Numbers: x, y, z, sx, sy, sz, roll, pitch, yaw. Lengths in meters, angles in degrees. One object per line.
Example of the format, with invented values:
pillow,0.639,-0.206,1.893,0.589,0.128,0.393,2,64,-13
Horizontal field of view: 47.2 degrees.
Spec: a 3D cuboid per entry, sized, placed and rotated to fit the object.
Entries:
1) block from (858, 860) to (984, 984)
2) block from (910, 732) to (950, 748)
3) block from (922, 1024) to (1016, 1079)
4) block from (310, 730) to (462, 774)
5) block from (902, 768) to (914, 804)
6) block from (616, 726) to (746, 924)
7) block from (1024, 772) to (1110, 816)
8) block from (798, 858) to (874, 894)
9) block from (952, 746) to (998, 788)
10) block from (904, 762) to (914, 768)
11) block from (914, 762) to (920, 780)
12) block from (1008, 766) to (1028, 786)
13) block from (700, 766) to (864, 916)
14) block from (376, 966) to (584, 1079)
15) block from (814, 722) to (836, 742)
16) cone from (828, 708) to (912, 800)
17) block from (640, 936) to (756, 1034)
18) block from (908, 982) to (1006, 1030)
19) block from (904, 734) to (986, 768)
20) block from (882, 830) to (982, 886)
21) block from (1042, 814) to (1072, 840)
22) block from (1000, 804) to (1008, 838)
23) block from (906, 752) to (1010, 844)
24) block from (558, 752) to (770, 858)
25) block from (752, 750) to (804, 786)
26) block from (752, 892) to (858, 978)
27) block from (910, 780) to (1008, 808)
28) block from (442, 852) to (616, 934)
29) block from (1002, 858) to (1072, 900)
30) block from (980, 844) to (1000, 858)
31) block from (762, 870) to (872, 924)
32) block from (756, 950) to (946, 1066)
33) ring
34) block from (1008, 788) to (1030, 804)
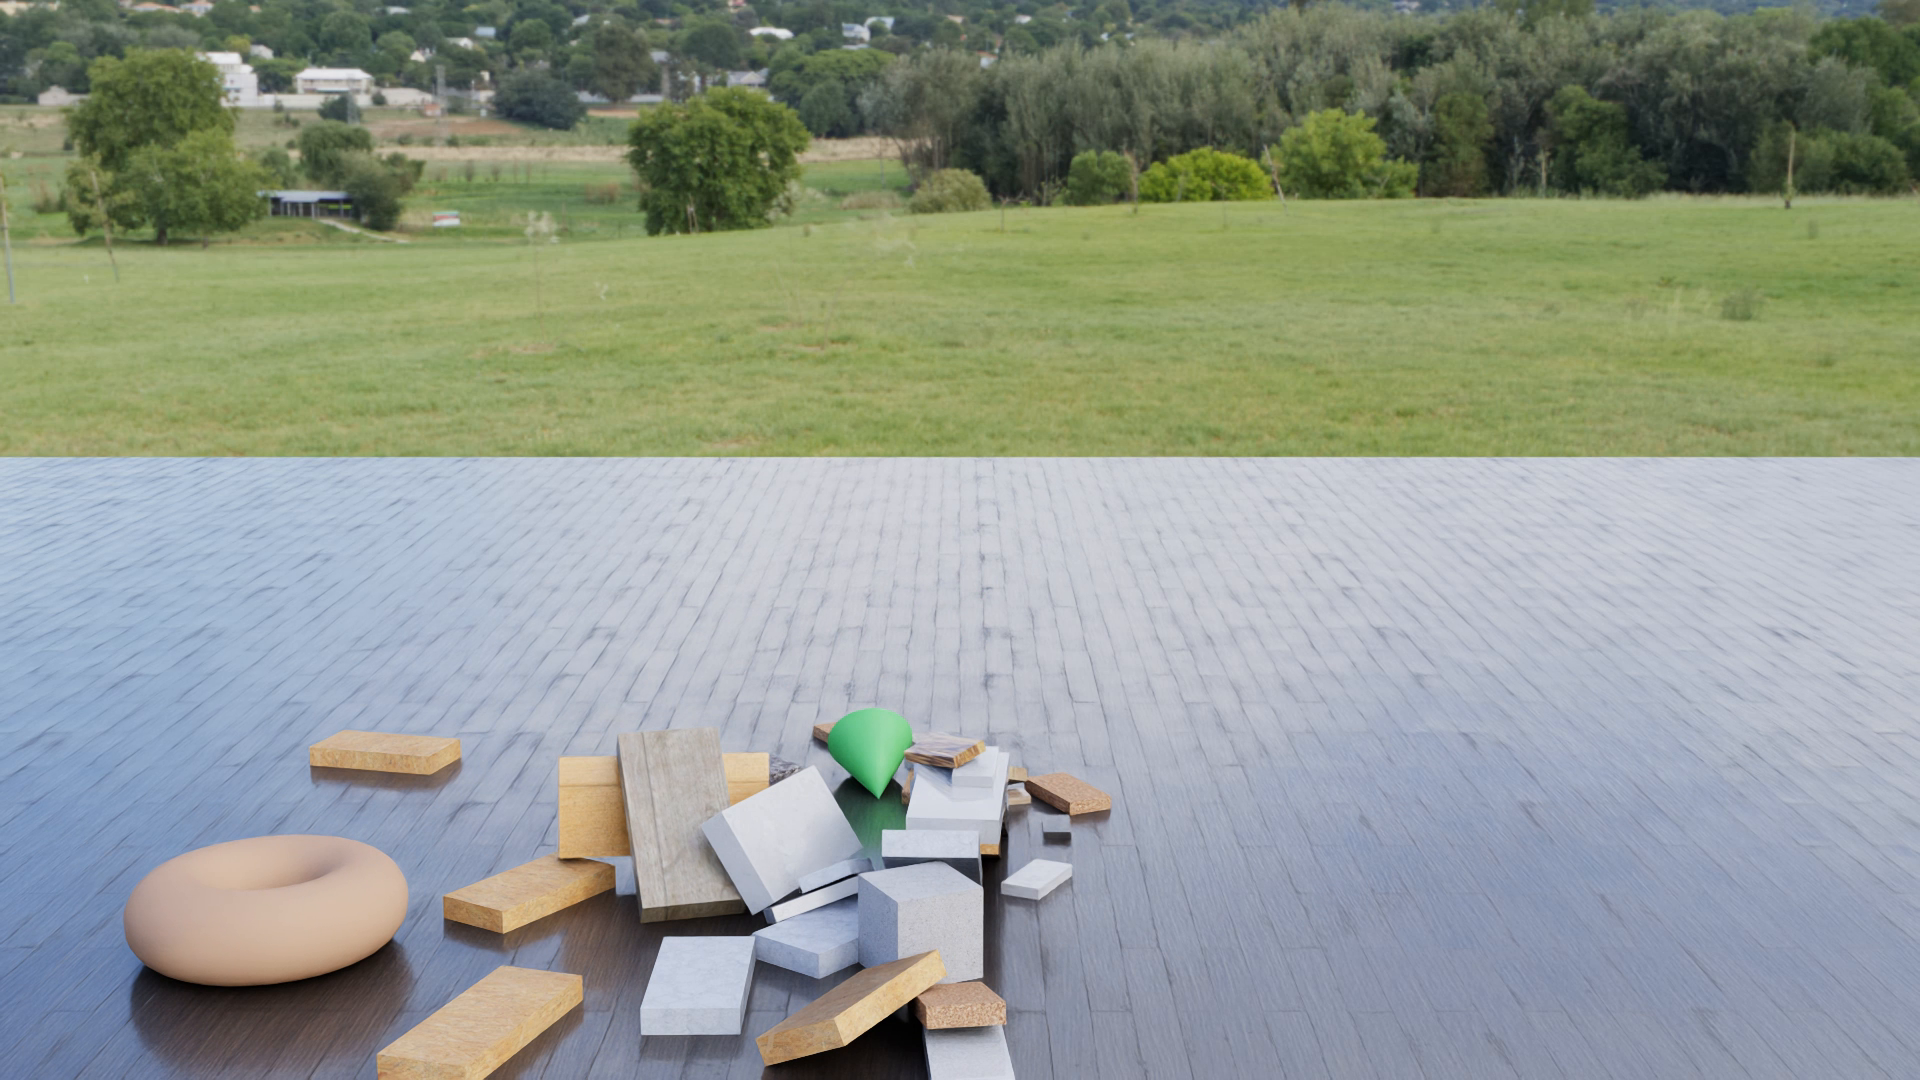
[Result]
block,-0.060,0.582,3.323,0.141,0.141,0.141,-5,12,-27
block,-0.053,0.413,4.416,0.088,0.025,0.290,-1,0,-8
block,0.010,0.704,2.973,0.109,0.031,0.218,-1,11,-4
block,-1.159,0.428,4.439,0.265,0.037,0.132,3,11,15
block,-0.064,0.474,4.230,0.079,0.022,0.158,1,11,5
block,-0.463,0.466,3.637,0.168,0.048,0.337,-3,51,-16
block,0.204,0.482,4.184,0.088,0.025,0.176,-5,12,-26
block,-0.201,0.549,3.599,0.086,0.024,0.172,-23,-11,7
block,0.026,0.379,3.682,0.069,0.020,0.138,1,16,4
block,-0.022,0.439,4.309,0.158,0.022,0.079,-1,-3,37
block,0.001,0.437,4.002,0.149,0.042,0.298,0,-12,3
block,0.032,0.443,4.183,0.176,0.025,0.088,13,-19,-36
block,-0.293,0.497,3.681,0.048,0.168,0.337,-34,-6,23
block,-0.666,0.680,3.080,0.132,0.037,0.334,3,11,17
block,-0.235,0.410,4.579,0.079,0.022,0.157,-6,12,-30
cone,-0.166,0.444,4.252,0.168,0.168,0.168,-2,37,-8
block,-0.381,0.651,3.230,0.140,0.040,0.279,0,11,-1
block,-0.007,0.654,3.094,0.109,0.031,0.218,-2,-4,-8
block,-0.026,0.356,3.714,0.069,0.020,0.138,-27,16,-35
block,-0.042,0.520,3.530,0.148,0.042,0.297,0,-20,2
block,0.175,0.522,3.997,0.050,0.014,0.101,0,11,0
block,0.007,0.486,3.817,0.149,0.042,0.298,0,-11,2
block,-0.001,0.423,3.639,0.148,0.042,0.297,1,16,4
block,-0.506,0.452,3.760,0.355,0.168,0.048,0,-5,-13
block,-0.377,0.471,3.927,0.141,0.141,0.141,-9,14,-41
block,-0.178,0.611,3.445,0.140,0.040,0.279,8,13,38
block,0.002,0.461,3.909,0.149,0.042,0.298,0,-11,5
block,-0.707,0.579,3.627,0.132,0.037,0.265,7,12,32
block,0.130,0.572,3.712,0.069,0.020,0.138,5,12,26
block,-0.008,0.511,3.706,0.148,0.042,0.297,0,-10,2
block,-0.224,0.571,3.513,0.172,0.024,0.086,-18,-6,-18
block,-0.148,0.652,3.075,0.140,0.040,0.279,-22,-1,31
ring,-1.072,0.569,3.407,0.423,0.141,0.423,-1,9,0
block,0.079,0.489,4.173,0.101,0.014,0.050,-3,11,-15
